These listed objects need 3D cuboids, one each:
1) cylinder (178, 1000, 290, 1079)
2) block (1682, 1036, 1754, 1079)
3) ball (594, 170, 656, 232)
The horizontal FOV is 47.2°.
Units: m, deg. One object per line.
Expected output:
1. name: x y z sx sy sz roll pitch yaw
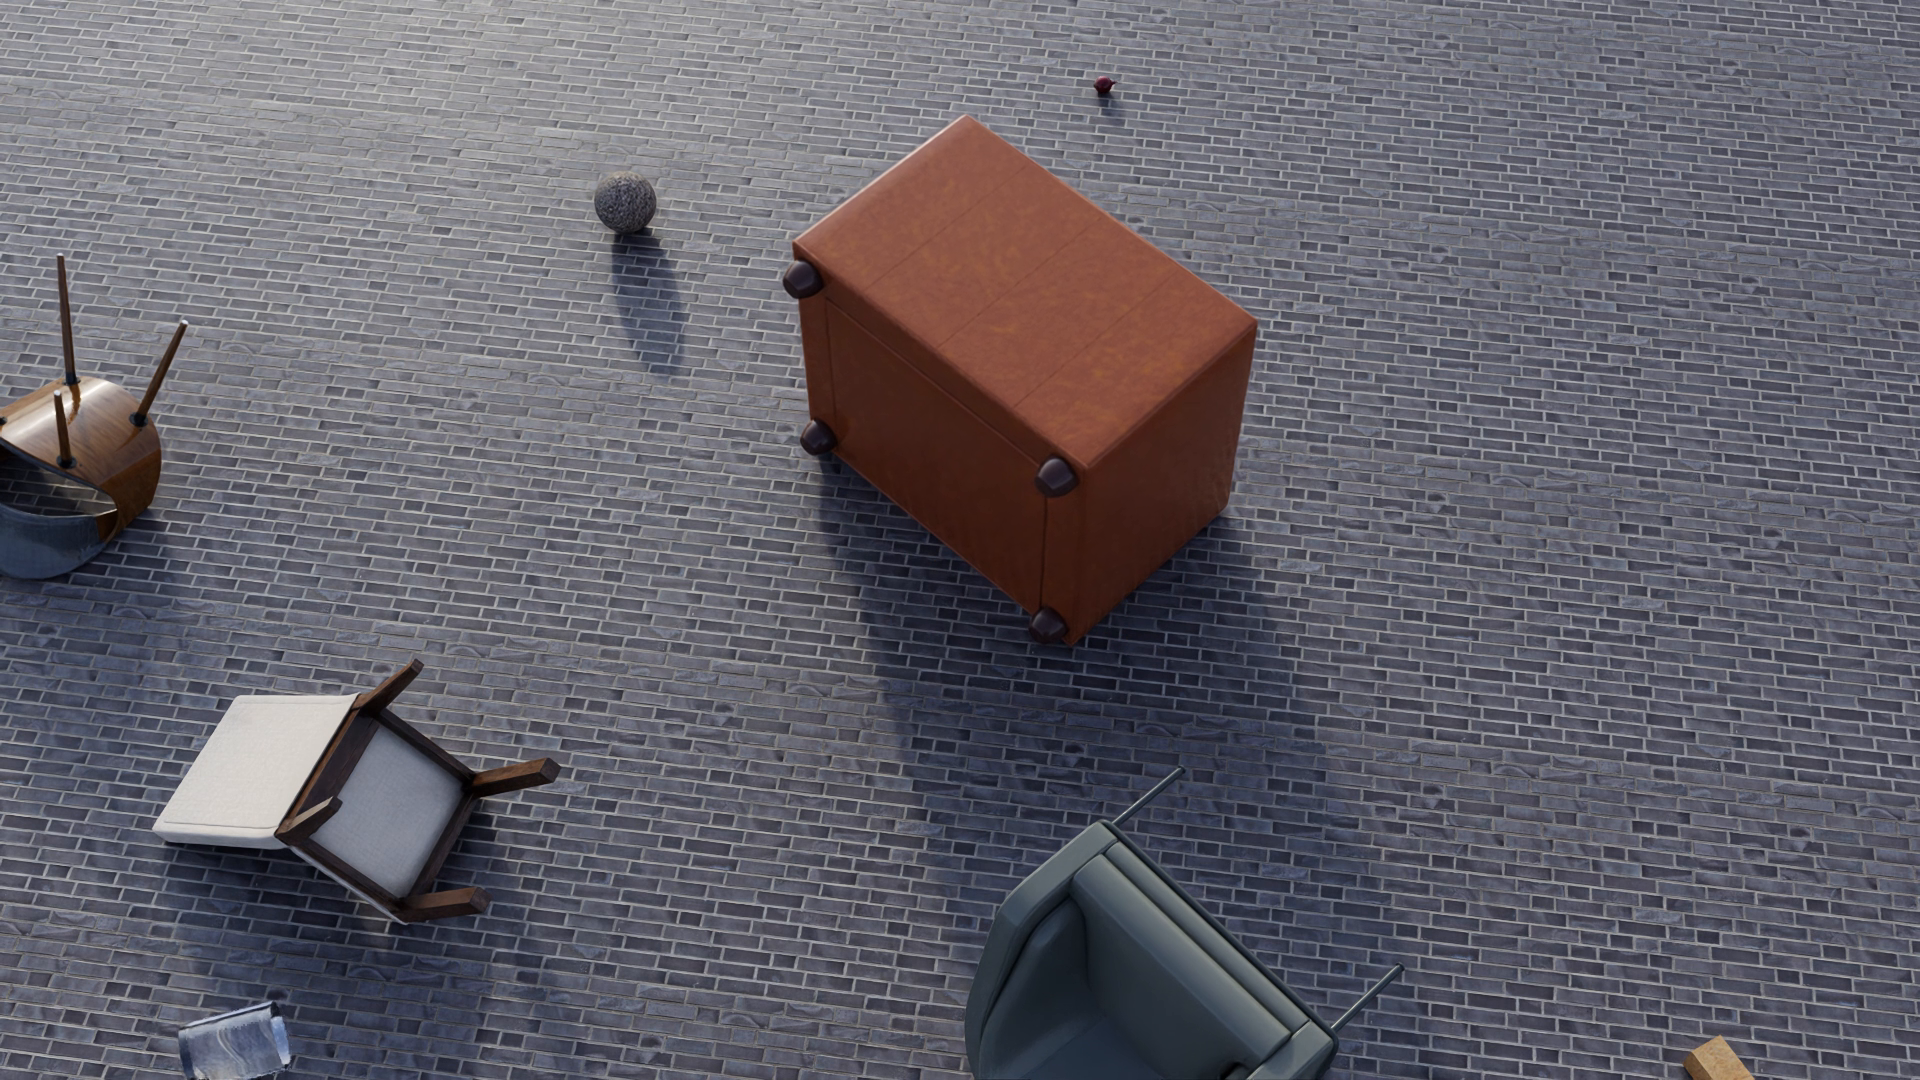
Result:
1. cylinder: -1.848 1.292 5.603 0.230 0.169 0.178 -14 100 -9
2. block: 1.934 1.356 5.611 0.093 0.088 0.134 -24 60 -15
3. ball: -1.095 -1.107 7.195 0.202 0.202 0.202 0 56 0
